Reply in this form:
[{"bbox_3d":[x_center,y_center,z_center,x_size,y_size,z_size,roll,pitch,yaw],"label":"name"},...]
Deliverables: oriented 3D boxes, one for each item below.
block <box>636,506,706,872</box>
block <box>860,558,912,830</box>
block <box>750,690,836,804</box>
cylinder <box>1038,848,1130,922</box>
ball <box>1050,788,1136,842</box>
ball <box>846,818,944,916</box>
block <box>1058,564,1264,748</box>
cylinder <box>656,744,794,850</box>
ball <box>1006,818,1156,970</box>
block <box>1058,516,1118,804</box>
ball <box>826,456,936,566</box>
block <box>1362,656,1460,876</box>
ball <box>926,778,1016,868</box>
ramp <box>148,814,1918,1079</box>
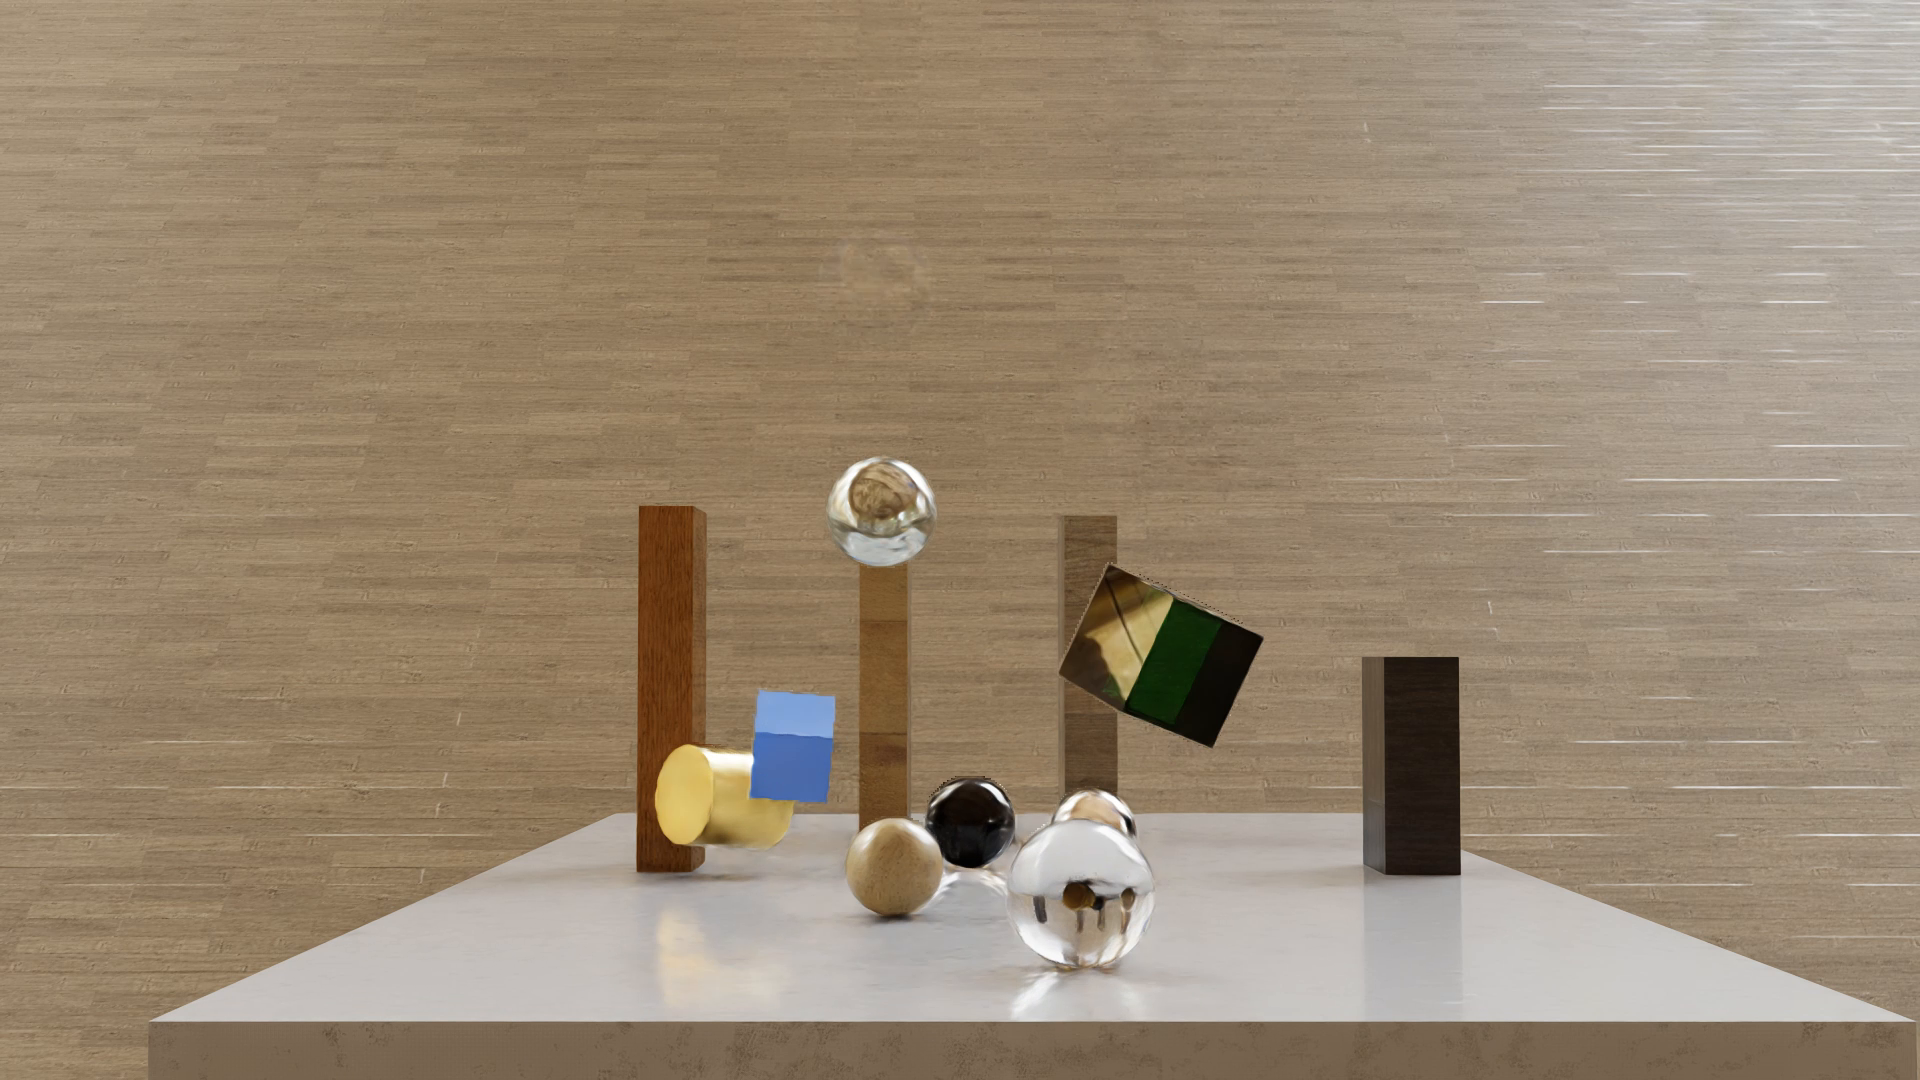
[{"bbox_3d":[-0.570,0.293,5.161,0.106,0.707,0.271,0,-3,0],"label":"block"},{"bbox_3d":[-0.170,0.355,5.996,0.107,0.661,0.420,0,-3,0],"label":"block"},{"bbox_3d":[-0.244,0.301,3.788,0.112,0.112,0.112,5,28,-4],"label":"block"},{"bbox_3d":[0.196,0.544,4.110,0.109,0.109,0.109,-19,5,-23],"label":"cylinder"},{"bbox_3d":[0.251,0.553,4.911,0.165,0.165,0.165,0,37,0],"label":"ball"},{"bbox_3d":[-0.105,0.522,4.152,0.157,0.157,0.157,0,37,0],"label":"ball"},{"bbox_3d":[0.216,0.125,2.811,0.131,0.131,0.131,23,3,-32],"label":"block"},{"bbox_3d":[-0.447,0.490,4.946,0.189,0.189,0.189,9,26,-40],"label":"cylinder"},{"bbox_3d":[0.160,0.469,3.448,0.198,0.198,0.198,0,37,0],"label":"ball"},{"bbox_3d":[0.298,0.322,6.104,0.120,0.737,0.390,0,-3,0],"label":"block"},{"bbox_3d":[-0.100,-0.036,3.322,0.141,0.141,0.141,0,37,0],"label":"ball"},{"bbox_3d":[0.881,0.436,5.094,0.143,0.415,0.274,0,-3,0],"label":"block"},{"bbox_3d":[0.021,0.557,5.134,0.178,0.178,0.178,0,37,0],"label":"ball"},{"bbox_3d":[0.082,0.687,4.939,2.000,0.100,4.000,0,-3,0],"label":"ramp"}]
